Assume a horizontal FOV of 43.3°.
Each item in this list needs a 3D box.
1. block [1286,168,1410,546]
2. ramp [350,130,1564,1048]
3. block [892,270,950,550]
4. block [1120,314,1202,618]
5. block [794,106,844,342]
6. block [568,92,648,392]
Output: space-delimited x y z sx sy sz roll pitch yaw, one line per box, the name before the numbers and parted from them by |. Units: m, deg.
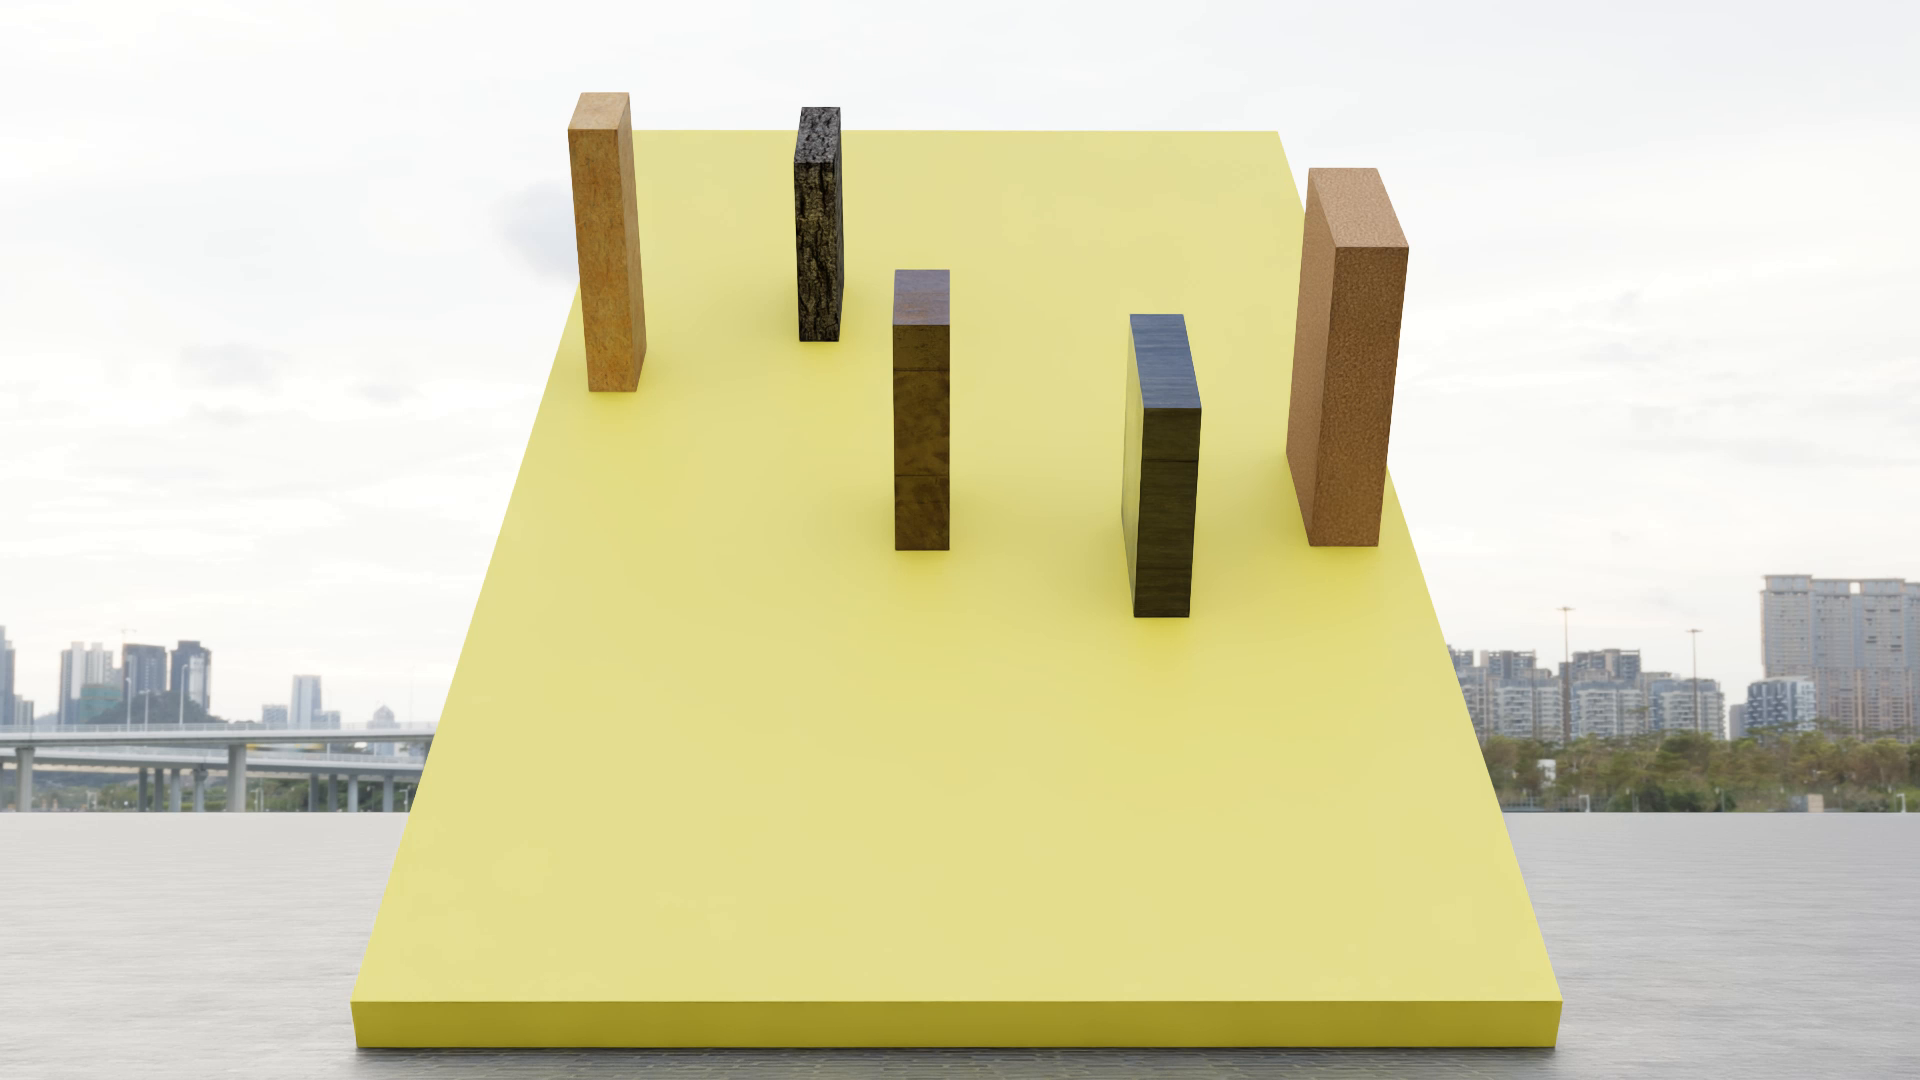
block | 0.836 -0.400 5.279 0.149 0.706 0.433 0 30 0
ramp | -0.013 -0.207 5.742 2.000 0.100 4.000 0 30 0
block | -0.081 -0.280 5.233 0.119 0.540 0.278 0 30 0
block | 0.418 -0.160 5.082 0.115 0.488 0.436 0 30 0
block | -0.358 -0.811 6.194 0.101 0.483 0.390 0 30 0
block | -0.846 -0.715 5.837 0.115 0.675 0.247 0 30 0
